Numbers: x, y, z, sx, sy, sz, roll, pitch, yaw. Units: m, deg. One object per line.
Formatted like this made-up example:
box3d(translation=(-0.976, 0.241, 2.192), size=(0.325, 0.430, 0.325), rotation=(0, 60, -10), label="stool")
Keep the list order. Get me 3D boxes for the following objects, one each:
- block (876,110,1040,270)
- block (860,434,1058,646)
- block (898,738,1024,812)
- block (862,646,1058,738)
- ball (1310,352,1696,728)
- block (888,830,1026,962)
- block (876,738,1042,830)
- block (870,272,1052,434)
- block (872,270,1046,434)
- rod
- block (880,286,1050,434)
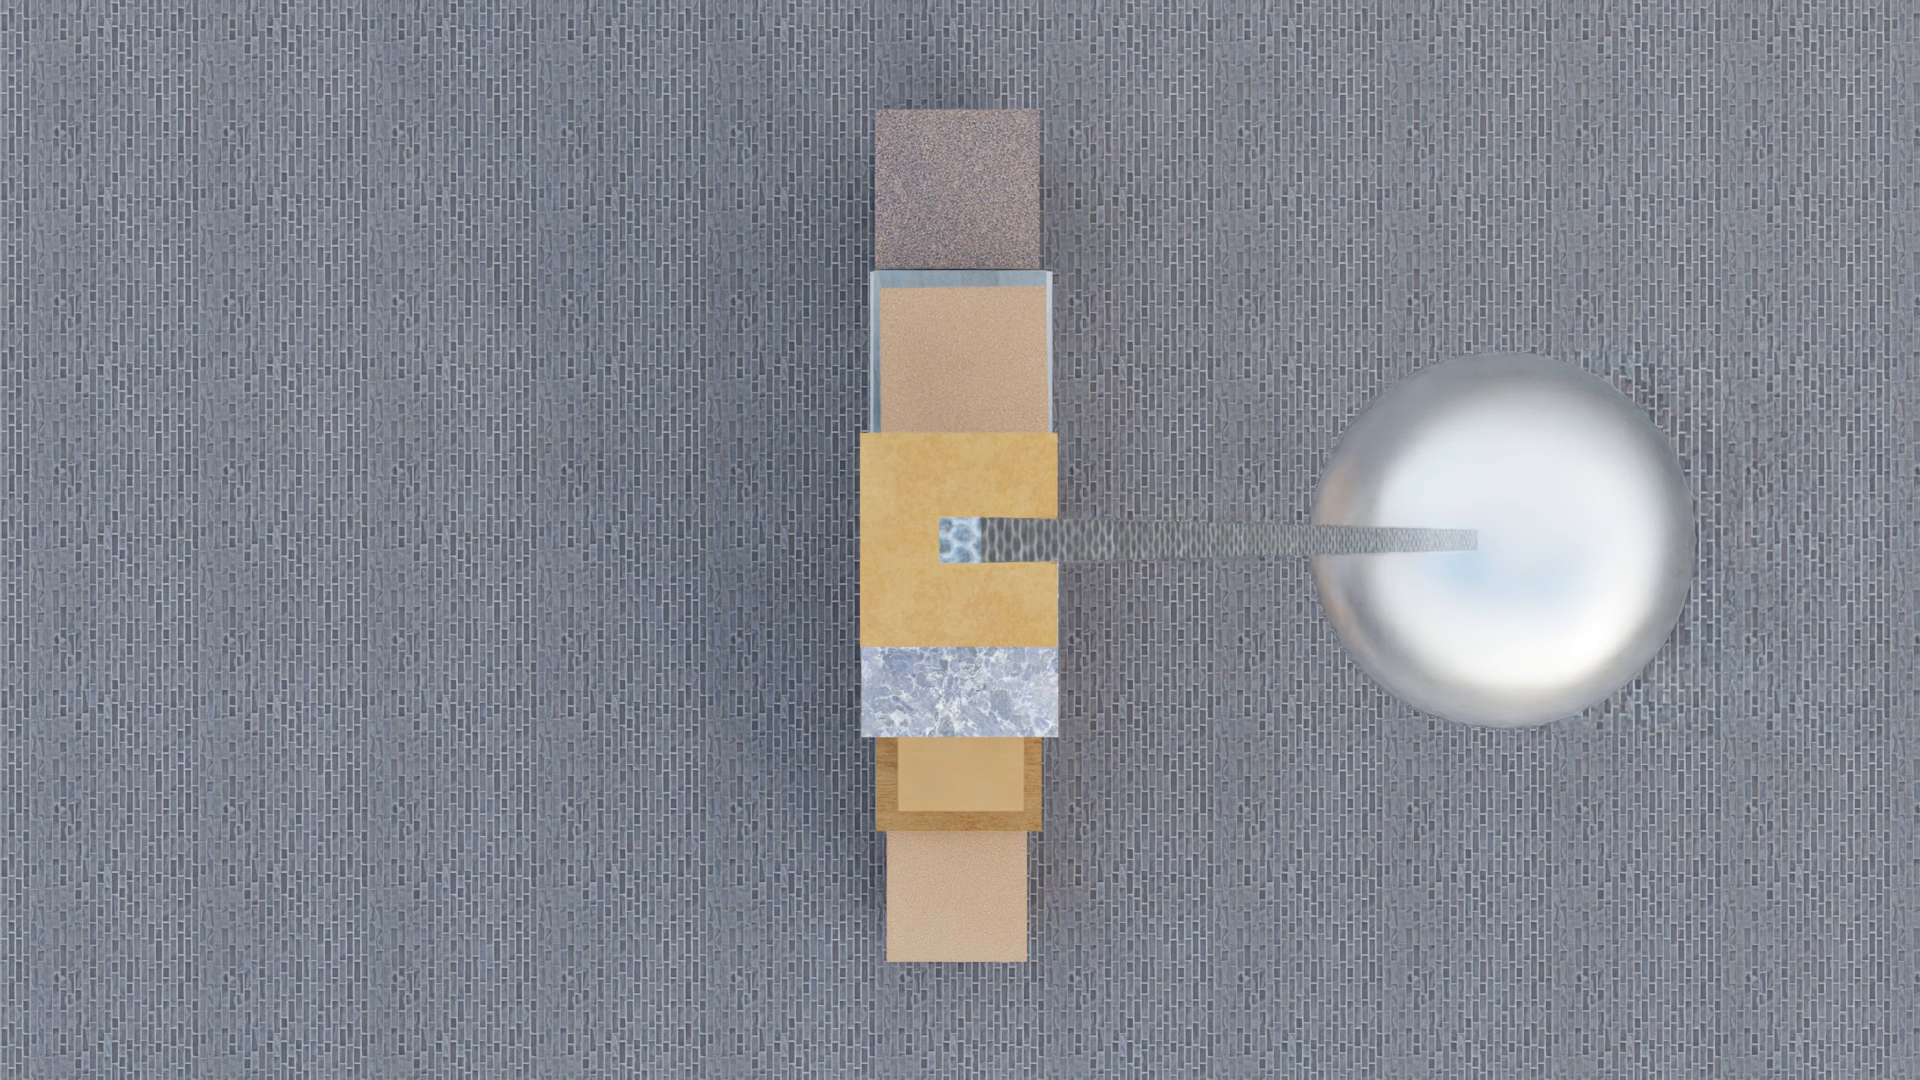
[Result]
box3d(translation=(-0.014, -1.919, 12.513), size=(0.898, 0.975, 0.871), rotation=(0, 90, 0), label="block")
box3d(translation=(-0.004, 0.000, 8.030), size=(0.691, 0.653, 0.749), rotation=(0, 90, 0), label="block")
box3d(translation=(0.005, 0.963, 11.602), size=(0.643, 0.774, 0.745), rotation=(0, 99, 0), label="block")
box3d(translation=(0.000, 0.437, 10.632), size=(0.904, 1.035, 0.940), rotation=(0, 90, 0), label="block")
box3d(translation=(2.295, 0.000, 9.366), size=(1.600, 1.600, 1.600), rotation=(0, 90, 0), label="ball")
box3d(translation=(-0.017, 1.979, 12.639), size=(0.781, 0.723, 0.751), rotation=(0, 90, 0), label="block")
box3d(translation=(-0.006, 1.126, 12.521), size=(0.905, 0.958, 0.934), rotation=(0, 90, 0), label="block")
box3d(translation=(0.006, -0.938, 12.537), size=(0.999, 0.926, 1.071), rotation=(0, 90, 0), label="block")
box3d(translation=(0.001, -0.868, 11.611), size=(0.885, 0.800, 0.925), rotation=(0, 82, 0), label="block")
box3d(translation=(0.994, 0.000, 6.224), size=(0.080, 5.200, 0.080), rotation=(0, 90, 22), label="rod")
box3d(translation=(0.020, -0.715, 10.772), size=(0.790, 0.815, 0.863), rotation=(-1, 82, 0), label="block")
